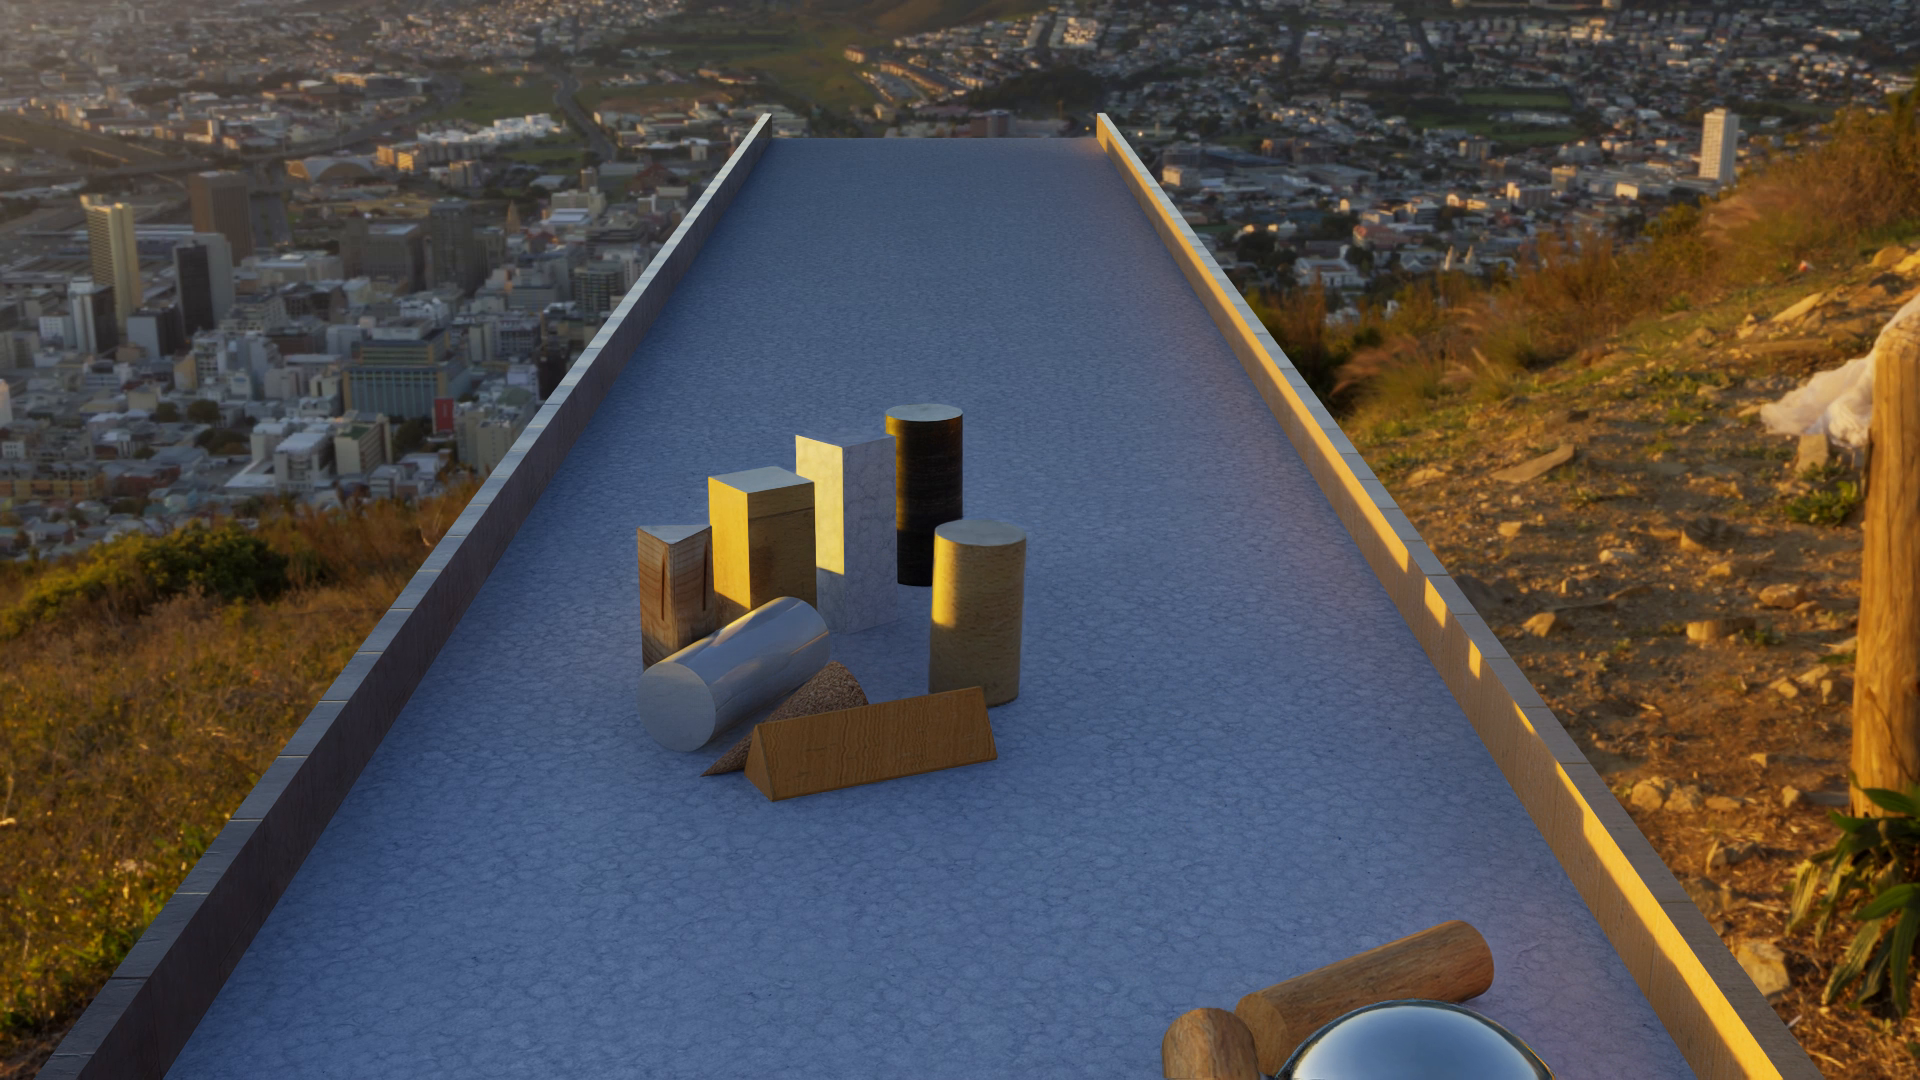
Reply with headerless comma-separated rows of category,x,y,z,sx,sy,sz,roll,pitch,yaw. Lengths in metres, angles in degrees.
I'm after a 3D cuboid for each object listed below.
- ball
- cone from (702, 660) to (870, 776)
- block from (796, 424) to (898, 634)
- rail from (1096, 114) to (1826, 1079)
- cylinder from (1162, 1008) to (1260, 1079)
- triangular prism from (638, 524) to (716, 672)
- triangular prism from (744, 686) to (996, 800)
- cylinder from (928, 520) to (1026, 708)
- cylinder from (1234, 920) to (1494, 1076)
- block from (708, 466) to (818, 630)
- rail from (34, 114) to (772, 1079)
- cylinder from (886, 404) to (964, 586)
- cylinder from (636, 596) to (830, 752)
ball,0.490,0.671,2.350,0.354,0.354,0.354,0,17,0
cone,-0.326,0.353,3.899,0.314,0.165,0.165,-25,26,-24
block,-0.236,-0.025,4.607,0.147,0.400,0.147,-15,22,-41
rail,0.932,-0.844,7.801,0.050,0.150,12.000,0,17,-1
cylinder,0.309,0.708,2.638,0.119,0.119,0.384,1,17,3
triangular prism,-0.516,0.144,4.147,0.119,0.340,0.138,-11,20,-33
triangular prism,-0.155,0.343,3.860,0.428,0.115,0.133,-8,18,-25
cylinder,0.033,0.139,4.189,0.175,0.319,0.175,2,16,-1
cylinder,0.549,0.615,2.970,0.378,0.109,0.109,-11,20,-33
block,-0.392,0.057,4.390,0.153,0.369,0.153,-11,20,-34
rail,-1.118,-0.838,7.780,0.050,0.150,12.000,0,17,-1
cylinder,-0.079,-0.102,4.908,0.172,0.377,0.172,0,17,0
cylinder,-0.417,0.245,4.107,0.170,0.170,0.416,8,18,25
